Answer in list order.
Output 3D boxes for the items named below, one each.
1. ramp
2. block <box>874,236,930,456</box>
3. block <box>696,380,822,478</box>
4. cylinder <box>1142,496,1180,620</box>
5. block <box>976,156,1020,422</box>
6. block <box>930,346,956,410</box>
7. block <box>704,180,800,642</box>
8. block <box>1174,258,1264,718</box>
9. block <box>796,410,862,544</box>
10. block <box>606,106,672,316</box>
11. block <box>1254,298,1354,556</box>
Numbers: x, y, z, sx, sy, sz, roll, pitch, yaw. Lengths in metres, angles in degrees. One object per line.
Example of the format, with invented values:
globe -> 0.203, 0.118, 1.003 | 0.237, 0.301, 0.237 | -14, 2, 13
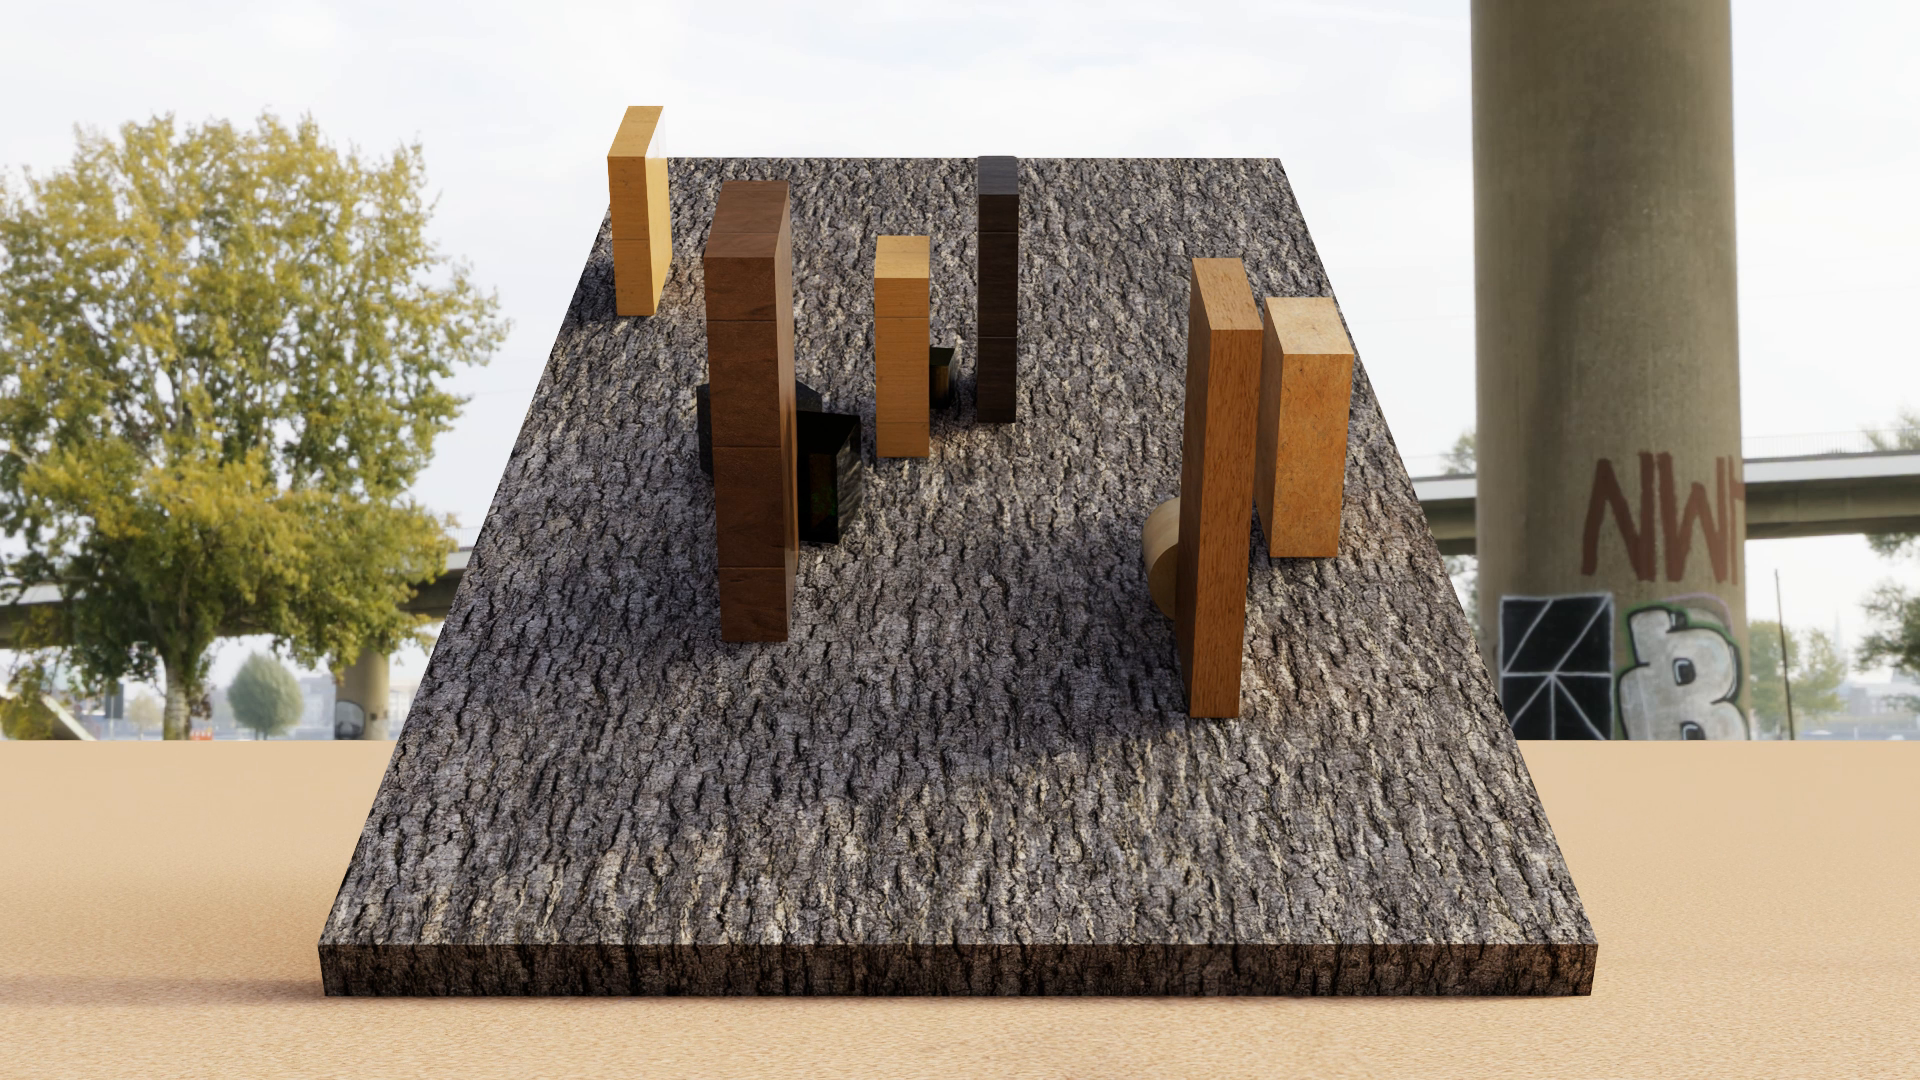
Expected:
ramp -> -0.010, -0.227, 5.504 | 2.000, 0.100, 4.000 | 0, 27, 0
block -> -0.128, -0.437, 5.336 | 0.117, 0.426, 0.271 | 0, 27, 0
block -> -0.437, -0.236, 5.188 | 0.199, 0.199, 0.199 | -18, 32, -32
cylinder -> 0.458, 0.038, 4.660 | 0.189, 0.189, 0.189 | 0, 27, -1
block -> 0.085, -0.581, 5.484 | 0.089, 0.551, 0.283 | 0, 27, 0
block -> -0.074, -0.383, 5.580 | 0.110, 0.110, 0.110 | 4, 27, 7
block -> -0.394, -0.250, 4.572 | 0.126, 0.781, 0.431 | 0, 27, 0
block -> 0.463, -0.093, 4.293 | 0.088, 0.757, 0.347 | 0, 27, 0
block -> -0.331, -0.137, 4.987 | 0.204, 0.204, 0.204 | 5, 27, 10
block -> -0.832, -0.864, 6.180 | 0.095, 0.423, 0.441 | 0, 27, 0
block -> 0.708, -0.236, 4.916 | 0.138, 0.451, 0.310 | 0, 27, 0
